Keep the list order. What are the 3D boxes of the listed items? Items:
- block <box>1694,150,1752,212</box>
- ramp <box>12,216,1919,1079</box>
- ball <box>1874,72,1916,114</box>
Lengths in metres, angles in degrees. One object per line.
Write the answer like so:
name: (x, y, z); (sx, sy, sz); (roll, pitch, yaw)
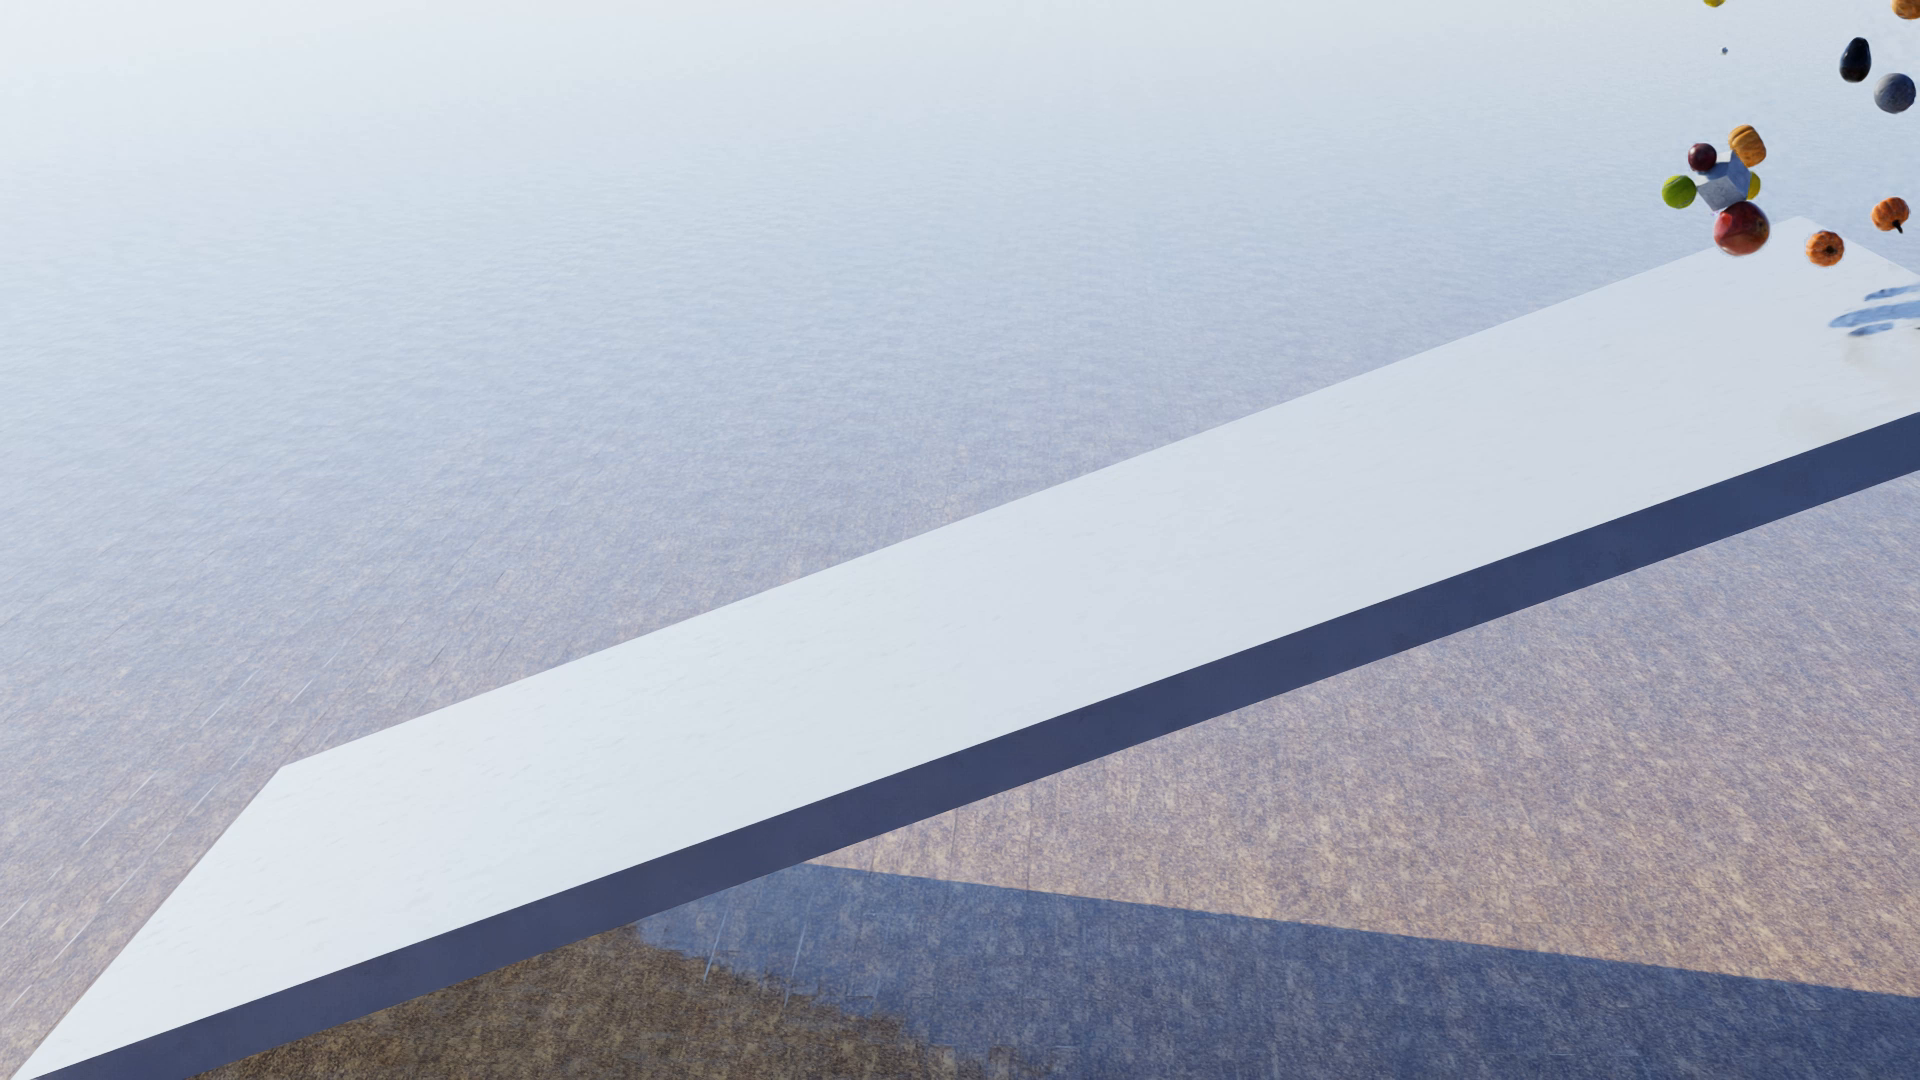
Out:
block: (1.566, -0.738, 6.038); (0.077, 0.077, 0.077); (-19, 39, 43)
ramp: (0.118, 0.176, 6.295); (4.000, 0.100, 2.000); (-20, 12, 7)
ball: (1.869, -0.894, 5.881); (0.081, 0.081, 0.081); (0, 13, 0)
